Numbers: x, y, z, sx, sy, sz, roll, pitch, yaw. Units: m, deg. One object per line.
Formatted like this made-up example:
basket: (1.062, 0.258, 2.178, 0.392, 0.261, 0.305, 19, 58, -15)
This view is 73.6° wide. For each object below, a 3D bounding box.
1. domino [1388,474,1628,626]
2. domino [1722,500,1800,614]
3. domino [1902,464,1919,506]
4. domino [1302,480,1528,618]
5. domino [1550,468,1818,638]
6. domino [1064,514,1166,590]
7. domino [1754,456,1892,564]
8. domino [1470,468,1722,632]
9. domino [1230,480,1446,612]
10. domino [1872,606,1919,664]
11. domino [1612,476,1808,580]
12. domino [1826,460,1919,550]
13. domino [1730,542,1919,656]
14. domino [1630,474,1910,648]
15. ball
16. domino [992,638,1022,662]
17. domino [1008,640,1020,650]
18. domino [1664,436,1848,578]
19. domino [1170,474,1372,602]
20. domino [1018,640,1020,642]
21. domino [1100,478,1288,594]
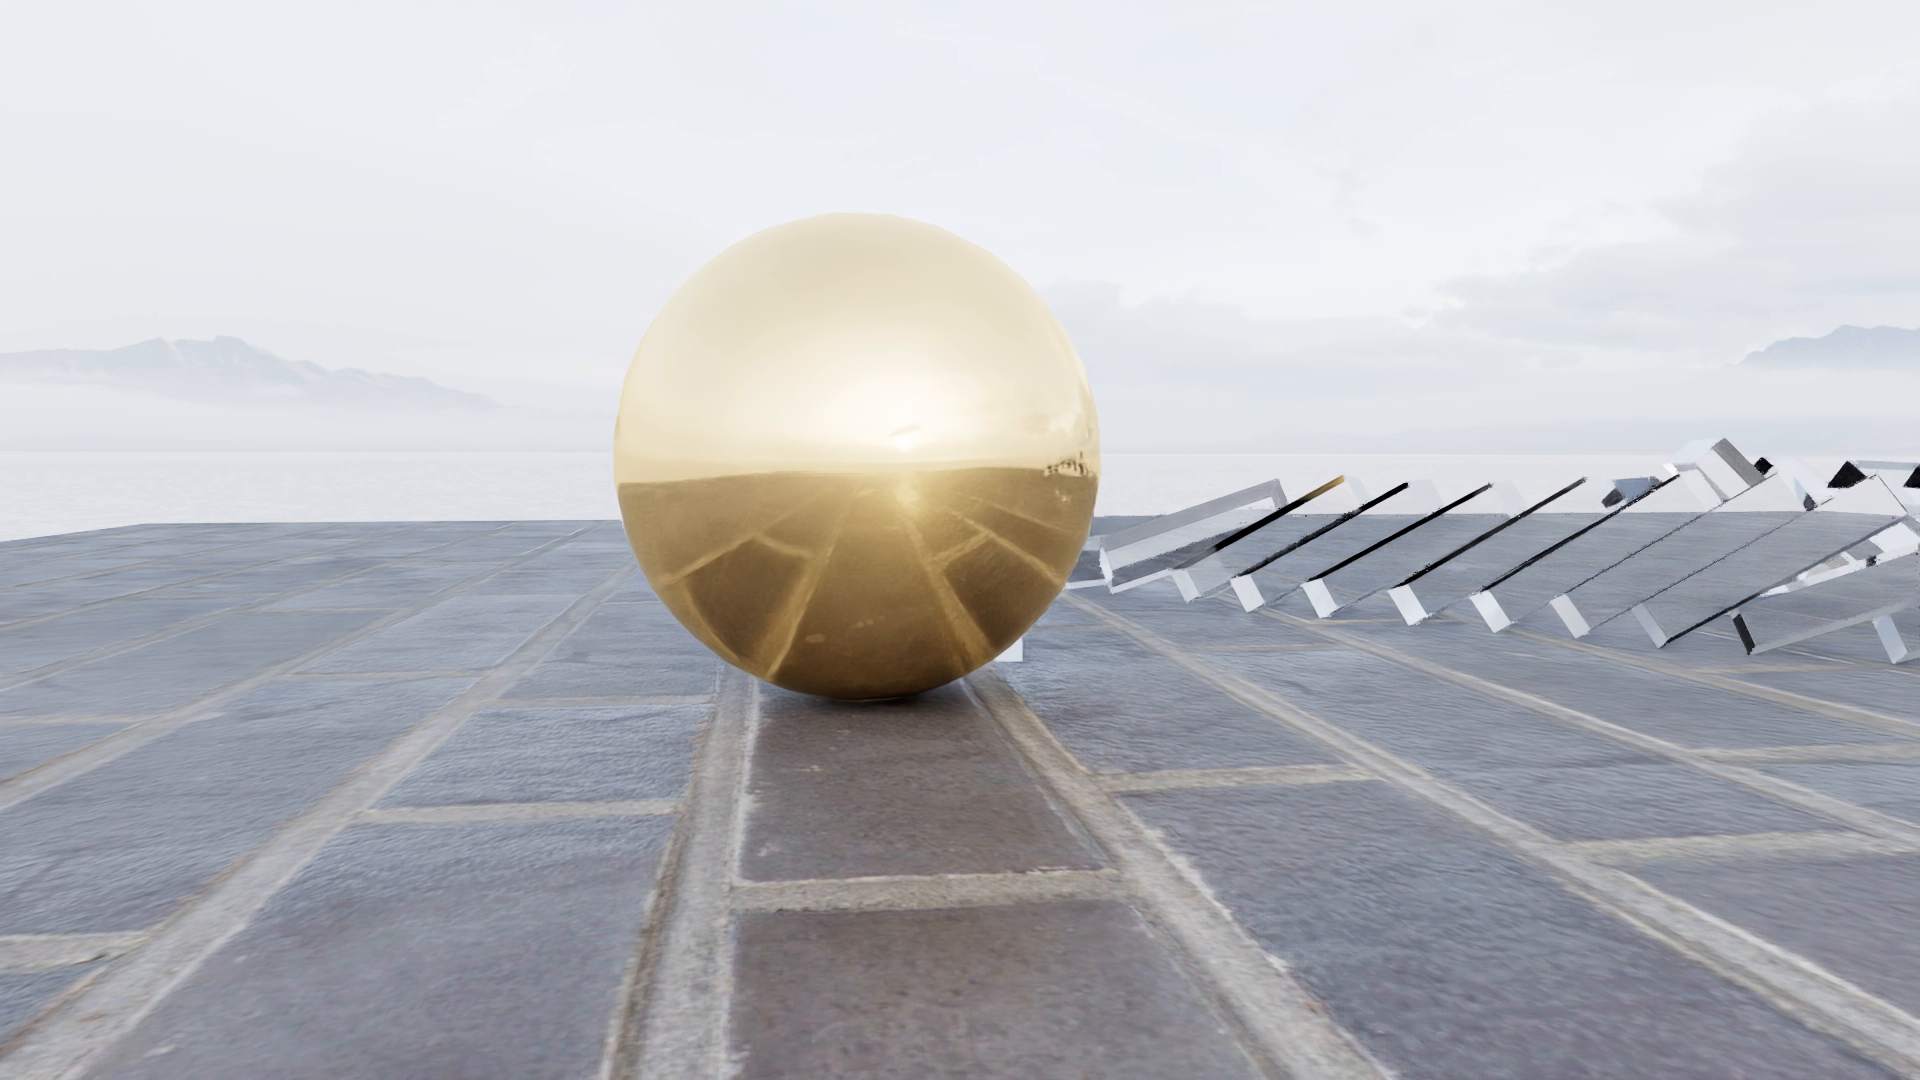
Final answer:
domino: (0.127, 0.002, 0.298, 0.050, 0.009, 0.025, -37, -18, 33)
domino: (0.180, 0.005, 0.303, 0.025, 0.010, 0.050, 4, -20, 40)
domino: (0.258, 0.000, 0.313, 0.025, 0.010, 0.050, 5, 39, -4)
domino: (0.111, 0.002, 0.312, 0.050, 0.010, 0.025, -34, -15, 31)
domino: (0.155, 0.003, 0.275, 0.050, 0.009, 0.025, -40, -19, 33)
domino: (0.038, 0.004, 0.370, 0.050, 0.010, 0.025, -4, -27, -45)
domino: (0.235, -0.003, 0.340, 0.025, 0.009, 0.050, -3, 45, -39)
domino: (0.142, 0.003, 0.286, 0.050, 0.010, 0.025, -40, -19, 33)
domino: (0.095, 0.002, 0.323, 0.050, 0.010, 0.025, -33, -14, 30)
domino: (0.203, 0.009, 0.240, 0.025, 0.010, 0.050, -7, -16, -45)
domino: (0.188, 0.000, 0.332, 0.050, 0.009, 0.025, 29, -5, -9)
domino: (0.251, -0.001, 0.328, 0.025, 0.010, 0.050, 1, 40, -15)
domino: (0.183, 0.009, 0.255, 0.050, 0.009, 0.025, -27, -12, 34)
domino: (0.167, 0.004, 0.265, 0.050, 0.010, 0.025, -39, -19, 31)
ball: (-0.017, -0.014, 0.214, 0.080, 0.080, 0.080, 0, 4, 0)
domino: (0.000, 0.001, 0.264, 0.025, 0.050, 0.010, 0, -38, 2)
domino: (0.000, 0.000, 0.276, 0.025, 0.050, 0.010, 0, -38, 2)
domino: (0.211, -0.005, 0.339, 0.009, 0.050, 0.025, -42, -7, 10)
domino: (0.082, 0.000, 0.334, 0.050, 0.010, 0.025, -31, -13, 23)
domino: (0.001, -0.001, 0.289, 0.025, 0.050, 0.010, 0, -38, 2)
domino: (0.064, -0.001, 0.352, 0.050, 0.009, 0.025, -19, -18, 0)
